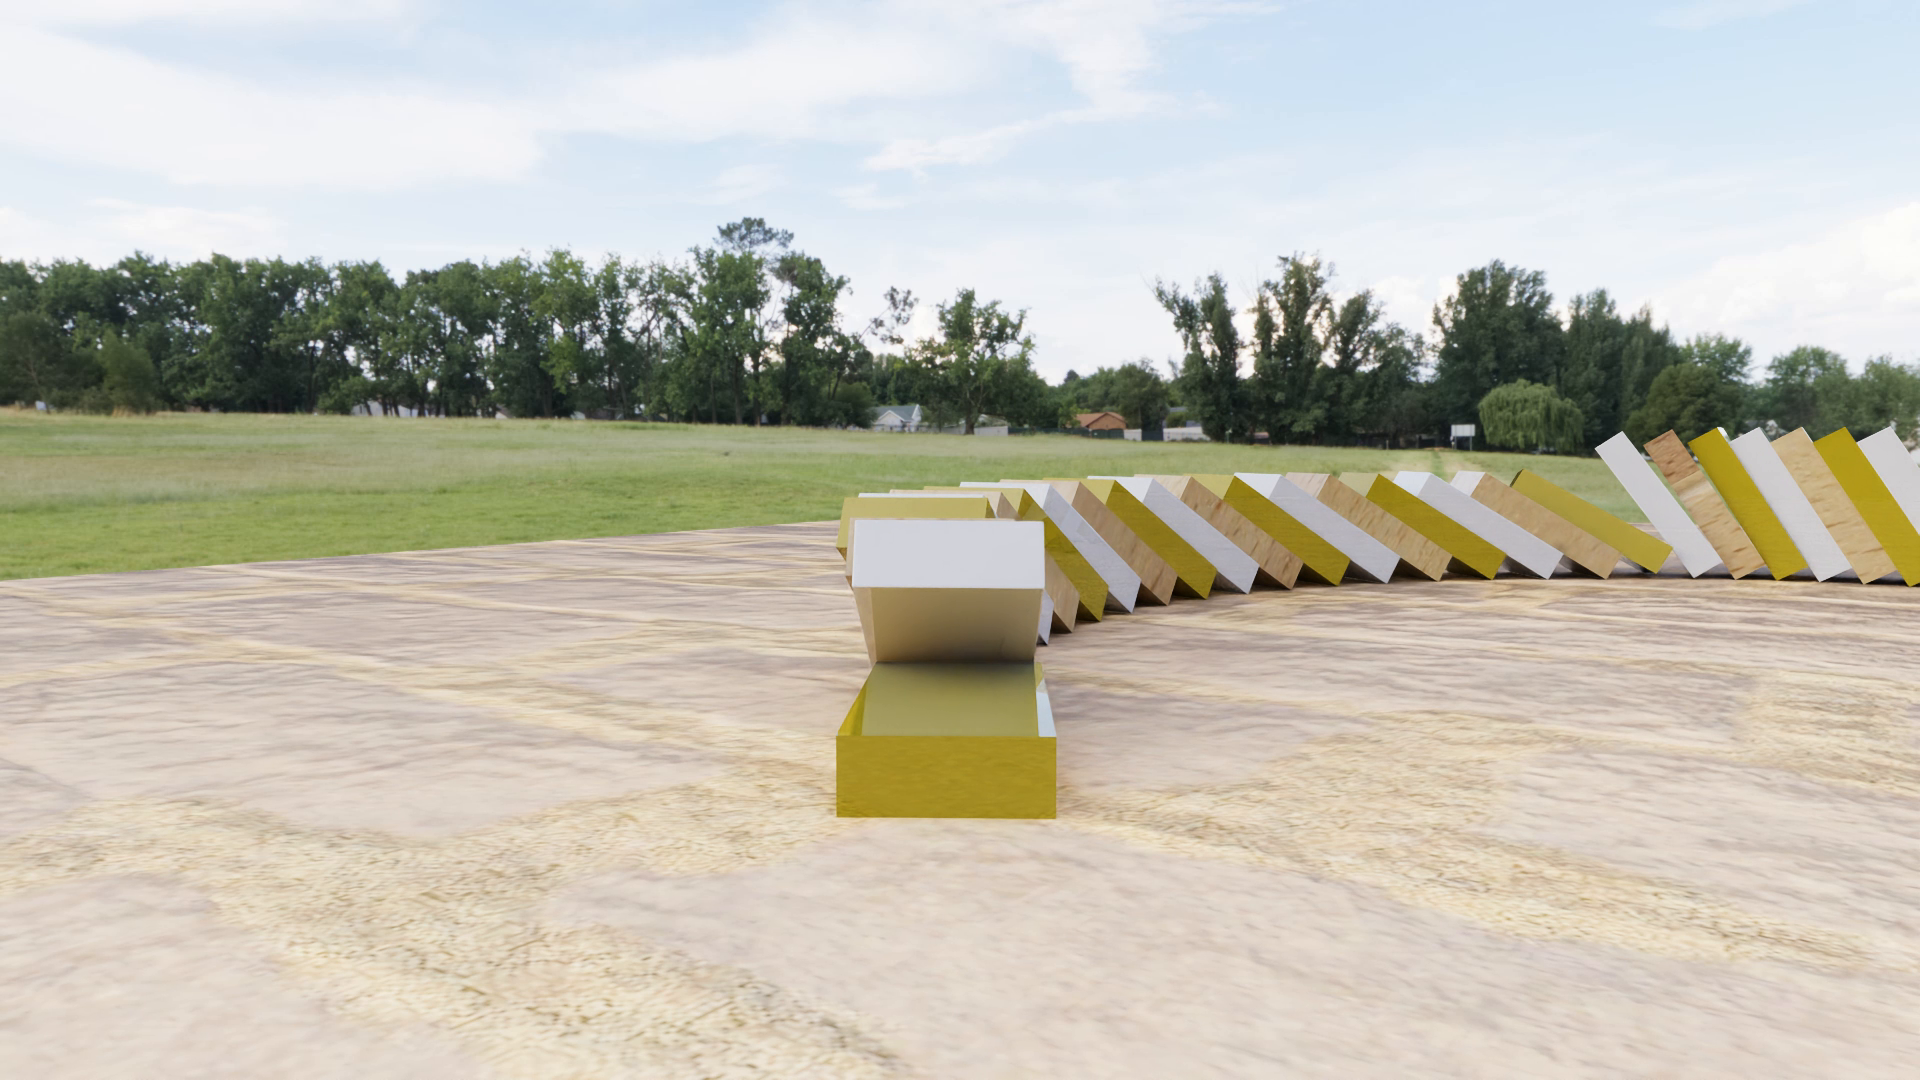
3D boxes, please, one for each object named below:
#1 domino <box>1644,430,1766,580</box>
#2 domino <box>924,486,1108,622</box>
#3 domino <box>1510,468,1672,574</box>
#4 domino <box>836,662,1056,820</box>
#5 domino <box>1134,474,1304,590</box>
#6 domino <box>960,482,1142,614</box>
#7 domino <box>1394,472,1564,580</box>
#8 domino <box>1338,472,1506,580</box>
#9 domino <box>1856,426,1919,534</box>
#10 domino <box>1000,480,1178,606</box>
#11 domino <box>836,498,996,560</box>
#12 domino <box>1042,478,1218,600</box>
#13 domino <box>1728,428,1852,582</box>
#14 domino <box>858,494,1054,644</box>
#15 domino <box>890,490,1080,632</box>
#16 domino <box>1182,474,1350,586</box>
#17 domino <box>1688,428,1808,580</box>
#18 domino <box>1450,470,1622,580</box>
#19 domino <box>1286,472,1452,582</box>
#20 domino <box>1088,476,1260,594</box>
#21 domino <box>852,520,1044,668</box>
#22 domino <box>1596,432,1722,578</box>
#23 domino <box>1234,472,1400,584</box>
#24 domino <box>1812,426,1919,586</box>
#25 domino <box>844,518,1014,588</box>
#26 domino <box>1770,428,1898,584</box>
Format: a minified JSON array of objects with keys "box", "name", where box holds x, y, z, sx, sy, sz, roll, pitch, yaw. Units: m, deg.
[{"box":[0.241,-0.012,0.416,0.009,0.050,0.025,-35,-13,27],"name":"domino"},{"box":[0.013,0.004,0.295,0.025,0.010,0.050,3,-25,31],"name":"domino"},{"box":[0.204,-0.006,0.420,0.050,0.009,0.025,32,10,17],"name":"domino"},{"box":[-0.001,0.025,0.171,0.025,0.009,0.050,0,4,2],"name":"domino"},{"box":[0.074,-0.002,0.373,0.050,0.009,0.025,33,-12,-28],"name":"domino"},{"box":[0.022,0.002,0.313,0.025,0.009,0.050,3,-25,36],"name":"domino"},{"box":[0.164,-0.005,0.412,0.050,0.009,0.025,30,2,-4],"name":"domino"},{"box":[0.145,-0.005,0.408,0.050,0.009,0.025,30,-1,-10],"name":"domino"},{"box":[0.291,-0.010,0.389,0.010,0.050,0.025,-34,-15,31],"name":"domino"},{"box":[0.032,0.001,0.330,0.025,0.009,0.050,4,-25,43],"name":"domino"},{"box":[-0.003,0.008,0.236,0.025,0.009,0.050,1,-26,14],"name":"domino"},{"box":[0.045,0.000,0.346,0.025,0.009,0.050,5,-24,48],"name":"domino"},{"box":[0.264,-0.012,0.409,0.009,0.050,0.025,-34,-15,31],"name":"domino"},{"box":[0.000,0.007,0.257,0.025,0.010,0.050,1,-25,21],"name":"domino"},{"box":[0.006,0.005,0.276,0.025,0.009,0.050,2,-25,26],"name":"domino"},{"box":[0.090,-0.003,0.384,0.050,0.009,0.025,32,-9,-23],"name":"domino"},{"box":[0.254,-0.012,0.412,0.009,0.050,0.025,-34,-15,31],"name":"domino"},{"box":[0.184,-0.005,0.415,0.050,0.009,0.025,31,5,0],"name":"domino"},{"box":[0.126,-0.004,0.402,0.050,0.009,0.025,30,-4,-15],"name":"domino"},{"box":[0.059,-0.001,0.360,0.050,0.009,0.025,34,-17,-33],"name":"domino"},{"box":[-0.001,0.012,0.191,0.025,0.009,0.050,0,-23,1],"name":"domino"},{"box":[0.227,-0.012,0.418,0.009,0.050,0.025,-38,-14,24],"name":"domino"},{"box":[0.108,-0.004,0.394,0.050,0.009,0.025,31,-6,-19],"name":"domino"},{"box":[0.282,-0.011,0.395,0.009,0.050,0.025,-34,-15,31],"name":"domino"},{"box":[-0.002,0.011,0.215,0.025,0.009,0.050,0,-23,6],"name":"domino"},{"box":[0.274,-0.011,0.402,0.009,0.050,0.025,-34,-15,31],"name":"domino"}]
